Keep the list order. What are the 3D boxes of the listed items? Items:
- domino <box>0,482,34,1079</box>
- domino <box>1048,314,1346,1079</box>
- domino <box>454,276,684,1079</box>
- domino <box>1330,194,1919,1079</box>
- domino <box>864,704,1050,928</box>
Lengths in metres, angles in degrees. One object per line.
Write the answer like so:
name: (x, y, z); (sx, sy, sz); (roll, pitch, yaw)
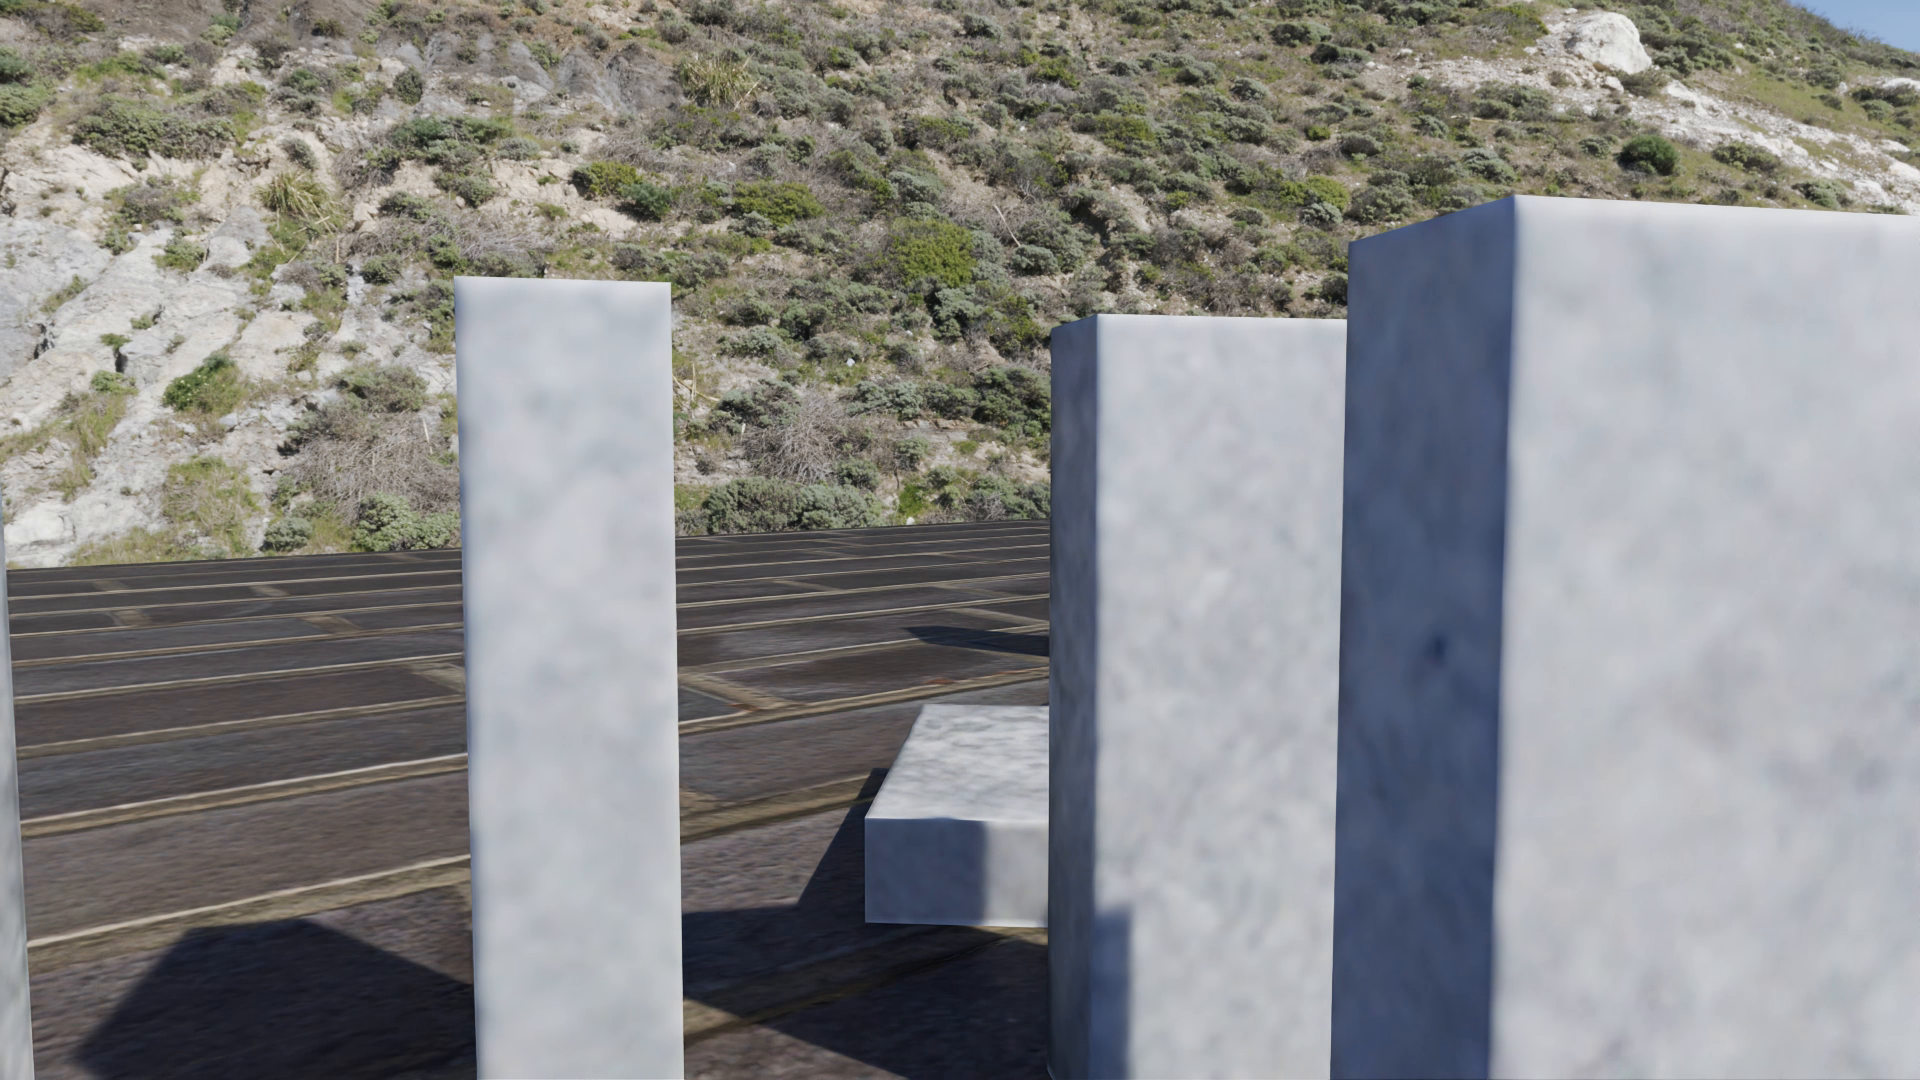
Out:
domino: (-0.056, 0.013, 0.062); (0.010, 0.050, 0.025); (-1, 5, -19)
domino: (0.019, 0.011, 0.083); (0.025, 0.050, 0.009); (-1, 4, -12)
domino: (-0.021, 0.012, 0.073); (0.010, 0.050, 0.025); (-1, 4, -15)
domino: (0.028, 0.014, 0.048); (0.025, 0.050, 0.009); (-1, 4, -14)
domino: (0.006, 0.028, 0.138); (0.025, 0.009, 0.050); (0, 4, 4)
